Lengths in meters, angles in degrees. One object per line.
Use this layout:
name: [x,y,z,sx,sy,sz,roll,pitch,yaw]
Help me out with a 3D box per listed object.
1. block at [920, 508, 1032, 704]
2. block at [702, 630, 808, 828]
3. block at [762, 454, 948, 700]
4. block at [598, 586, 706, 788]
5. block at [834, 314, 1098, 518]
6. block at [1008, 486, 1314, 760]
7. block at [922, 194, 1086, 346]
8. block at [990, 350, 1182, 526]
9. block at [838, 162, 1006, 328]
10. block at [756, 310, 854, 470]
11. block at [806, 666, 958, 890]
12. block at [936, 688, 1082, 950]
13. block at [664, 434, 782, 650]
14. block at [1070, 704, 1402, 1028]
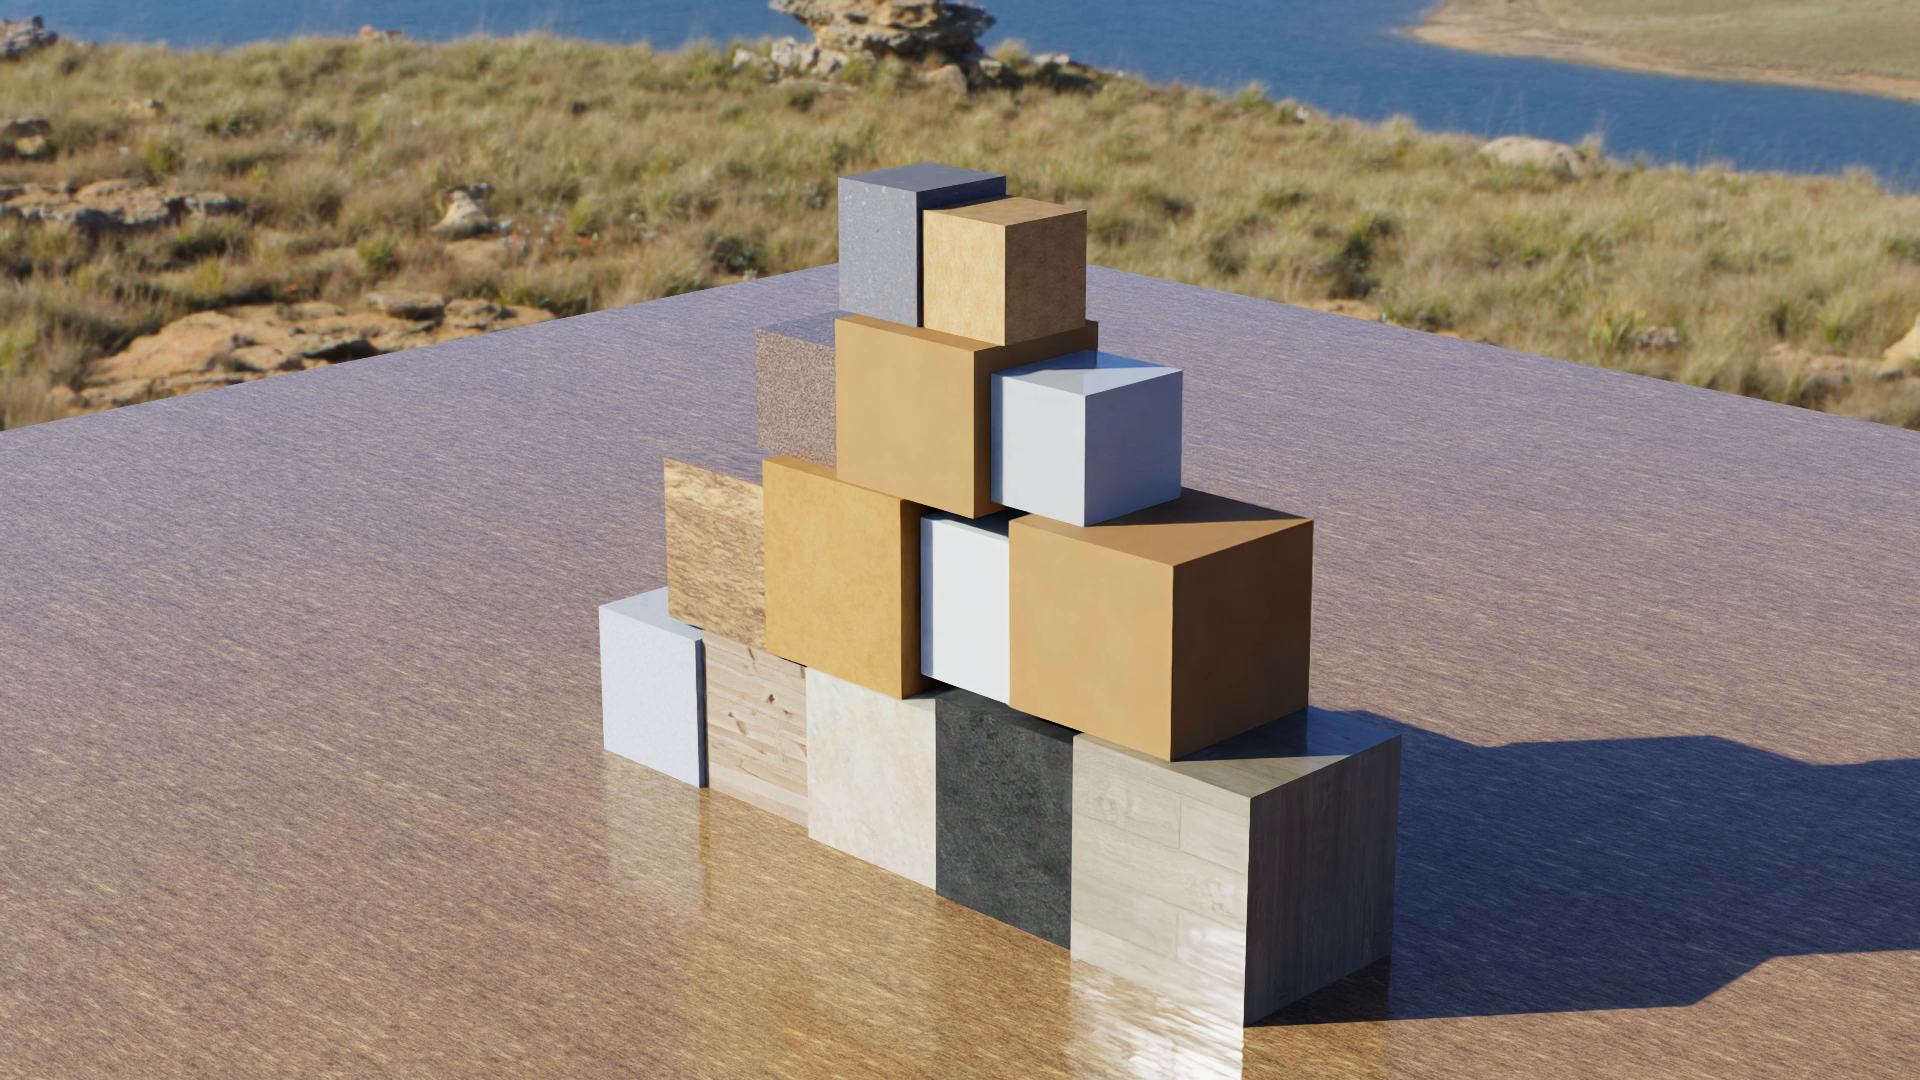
block: [0.297,0.252,13.137,0.668,0.742,0.672,-17,24,-42]
block: [-0.700,0.835,14.330,0.740,0.815,0.816,-17,24,-42]
block: [-0.273,0.081,13.679,0.893,0.940,0.918,-17,24,-42]
block: [-1.268,0.692,14.863,0.799,0.767,0.747,-17,24,-42]
block: [0.028,-0.620,13.106,0.785,0.741,0.867,-17,24,-42]
block: [0.856,0.318,12.555,0.906,0.841,0.920,-17,23,-42]
block: [0.194,-1.184,12.796,0.510,0.520,0.499,-17,24,-42]
block: [0.546,-0.448,12.650,0.620,0.570,0.548,-17,24,-42]
block: [-0.168,-1.330,13.125,0.558,0.600,0.498,-17,24,-42]
block: [-0.505,-0.704,13.654,0.609,0.572,0.644,-17,24,-42]
block: [-0.088,0.997,13.751,0.899,0.852,0.879,-17,24,-42]
block: [0.532,1.136,13.145,0.961,0.951,0.855,-17,24,-42]
block: [-0.884,-0.009,14.295,0.757,0.814,0.796,-17,24,-42]
block: [1.171,1.305,12.505,0.999,1.012,0.962,-17,24,-42]
